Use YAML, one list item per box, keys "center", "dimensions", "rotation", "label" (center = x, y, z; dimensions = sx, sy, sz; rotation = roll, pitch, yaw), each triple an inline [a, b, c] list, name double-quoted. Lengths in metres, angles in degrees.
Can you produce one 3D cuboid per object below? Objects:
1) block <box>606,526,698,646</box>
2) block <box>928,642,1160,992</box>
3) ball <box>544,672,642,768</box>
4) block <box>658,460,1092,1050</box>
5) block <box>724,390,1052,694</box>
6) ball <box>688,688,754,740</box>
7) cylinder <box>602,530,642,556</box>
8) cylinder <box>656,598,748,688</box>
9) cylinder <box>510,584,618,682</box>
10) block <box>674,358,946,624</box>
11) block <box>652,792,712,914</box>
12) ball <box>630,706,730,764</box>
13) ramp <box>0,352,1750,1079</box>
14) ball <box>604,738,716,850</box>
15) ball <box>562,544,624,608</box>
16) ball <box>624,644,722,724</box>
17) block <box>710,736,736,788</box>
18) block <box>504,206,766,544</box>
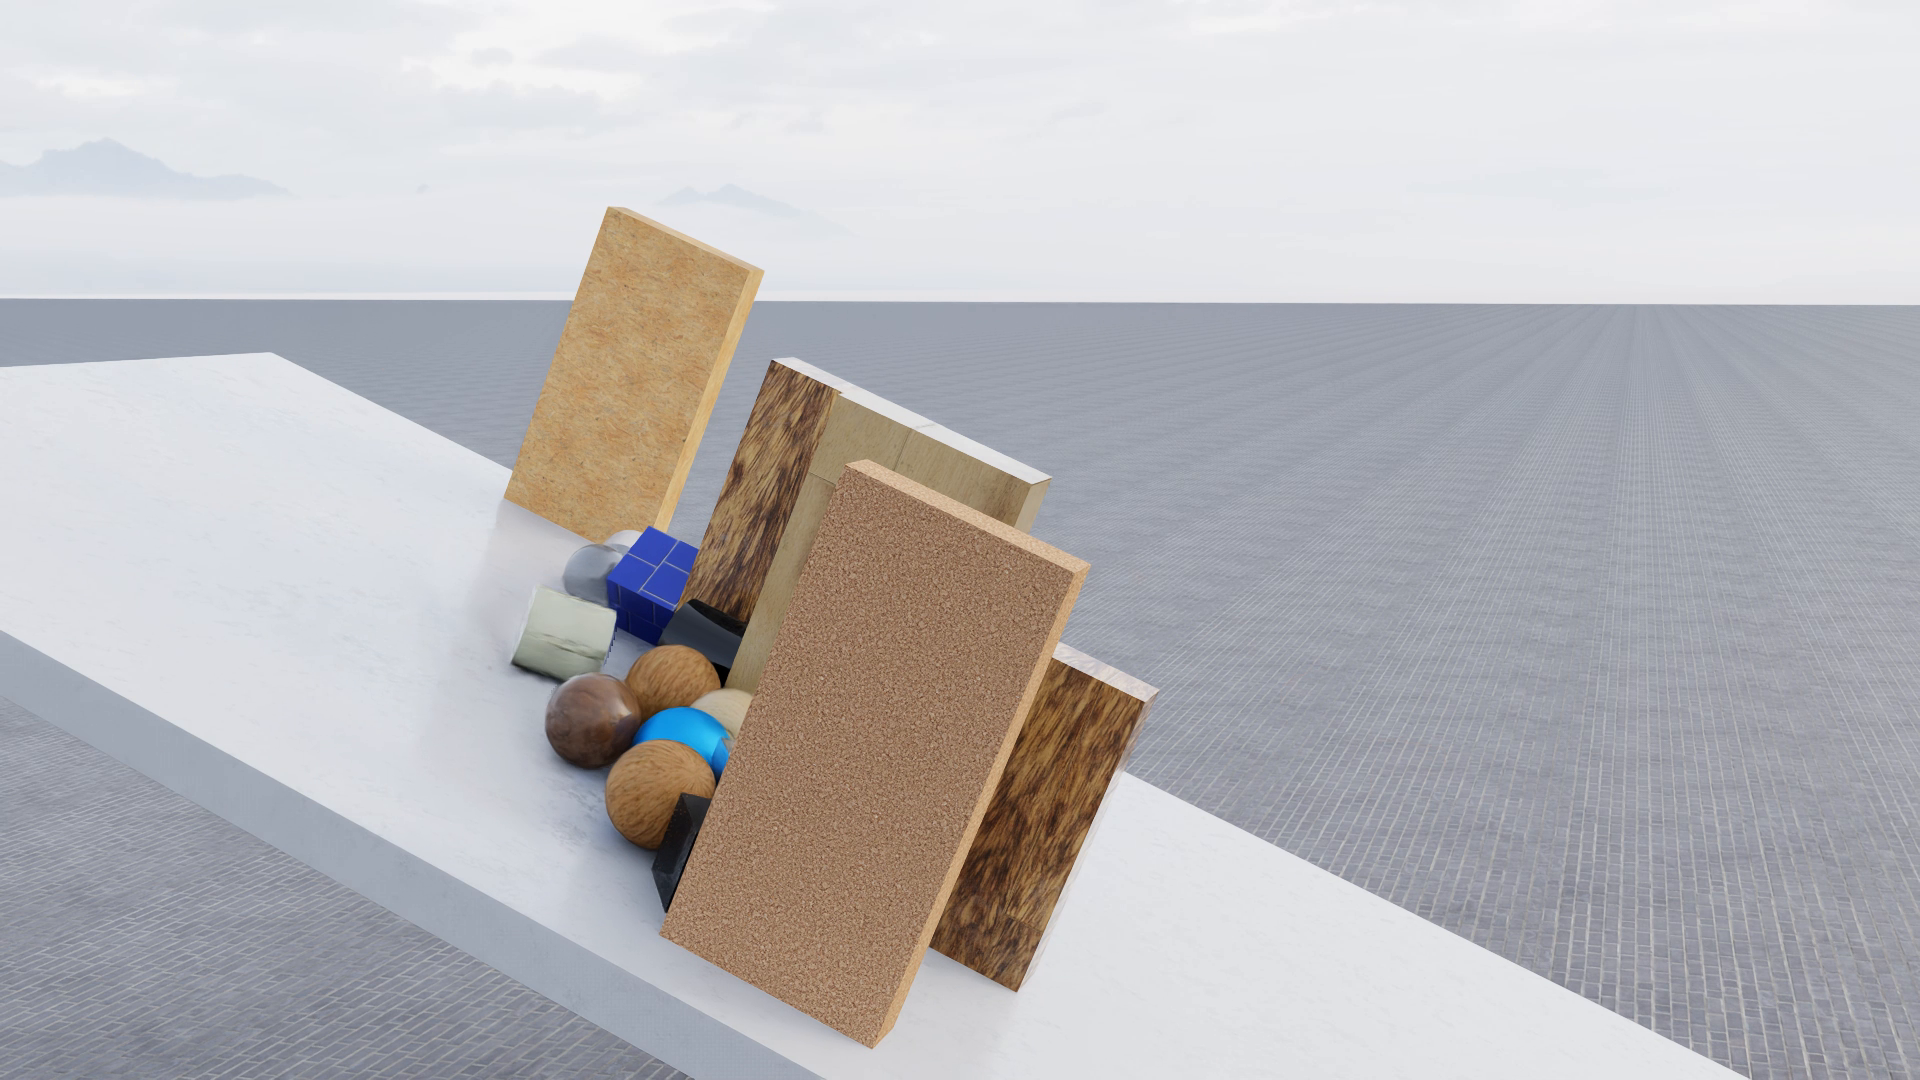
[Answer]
- center: [-0.621, 0.106, 4.585]
  dimensions: [0.161, 0.161, 0.161]
  rotation: [25, 54, 13]
  label: "block"
- center: [0.067, 0.432, 3.691]
  dimensions: [0.333, 0.547, 0.112]
  rotation: [25, 13, 13]
  label: "block"
- center: [-0.641, 0.315, 3.840]
  dimensions: [0.167, 0.167, 0.167]
  rotation: [0, 7, 0]
  label: "ball"
- center: [-0.135, 0.319, 3.271]
  dimensions: [0.373, 0.789, 0.097]
  rotation: [25, 13, 13]
  label: "block"
- center: [-0.160, 0.137, 4.104]
  dimensions: [0.397, 0.726, 0.144]
  rotation: [25, 13, 13]
  label: "block"
- center: [-0.420, 0.361, 3.982]
  dimensions: [0.185, 0.185, 0.185]
  rotation: [0, 7, 0]
  label: "ball"
- center: [-0.731, 0.061, 4.779]
  dimensions: [0.139, 0.139, 0.139]
  rotation: [0, 12, 4]
  label: "cylinder"
- center: [-0.482, 0.242, 4.348]
  dimensions: [0.190, 0.190, 0.190]
  rotation: [25, 13, 13]
  label: "cylinder"
- center: [-0.756, 0.185, 4.193]
  dimensions: [0.159, 0.159, 0.159]
  rotation: [19, 2, -14]
  label: "cylinder"
- center: [-0.326, 0.014, 4.437]
  dimensions: [0.349, 0.677, 0.121]
  rotation: [25, 13, 13]
  label: "block"
- center: [-0.391, 0.513, 3.509]
  dimensions: [0.143, 0.143, 0.143]
  rotation: [17, 14, -22]
  label: "block"
- center: [-0.482, 0.380, 3.811]
  dimensions: [0.181, 0.181, 0.181]
  rotation: [0, 7, 0]
  label: "ball"
- center: [-0.296, 0.519, 4.188]
  dimensions: [4.000, 0.100, 2.000]
  rotation: [25, 13, 13]
  label: "ramp"
- center: [-0.493, 0.420, 3.625]
  dimensions: [0.184, 0.184, 0.184]
  rotation: [0, 7, 0]
  label: "ball"
- center: [-0.766, 0.079, 4.641]
  dimensions: [0.142, 0.142, 0.142]
  rotation: [0, 7, 0]
  label: "ball"
- center: [-0.536, 0.285, 4.102]
  dimensions: [0.182, 0.182, 0.182]
  rotation: [0, 7, 0]
  label: "ball"
- center: [-0.332, 0.470, 3.696]
  dimensions: [0.182, 0.182, 0.182]
  rotation: [17, 14, -24]
  label: "block"
- center: [-0.758, -0.356, 5.088]
  dimensions: [0.376, 0.733, 0.091]
  rotation: [25, 13, 13]
  label: "block"
